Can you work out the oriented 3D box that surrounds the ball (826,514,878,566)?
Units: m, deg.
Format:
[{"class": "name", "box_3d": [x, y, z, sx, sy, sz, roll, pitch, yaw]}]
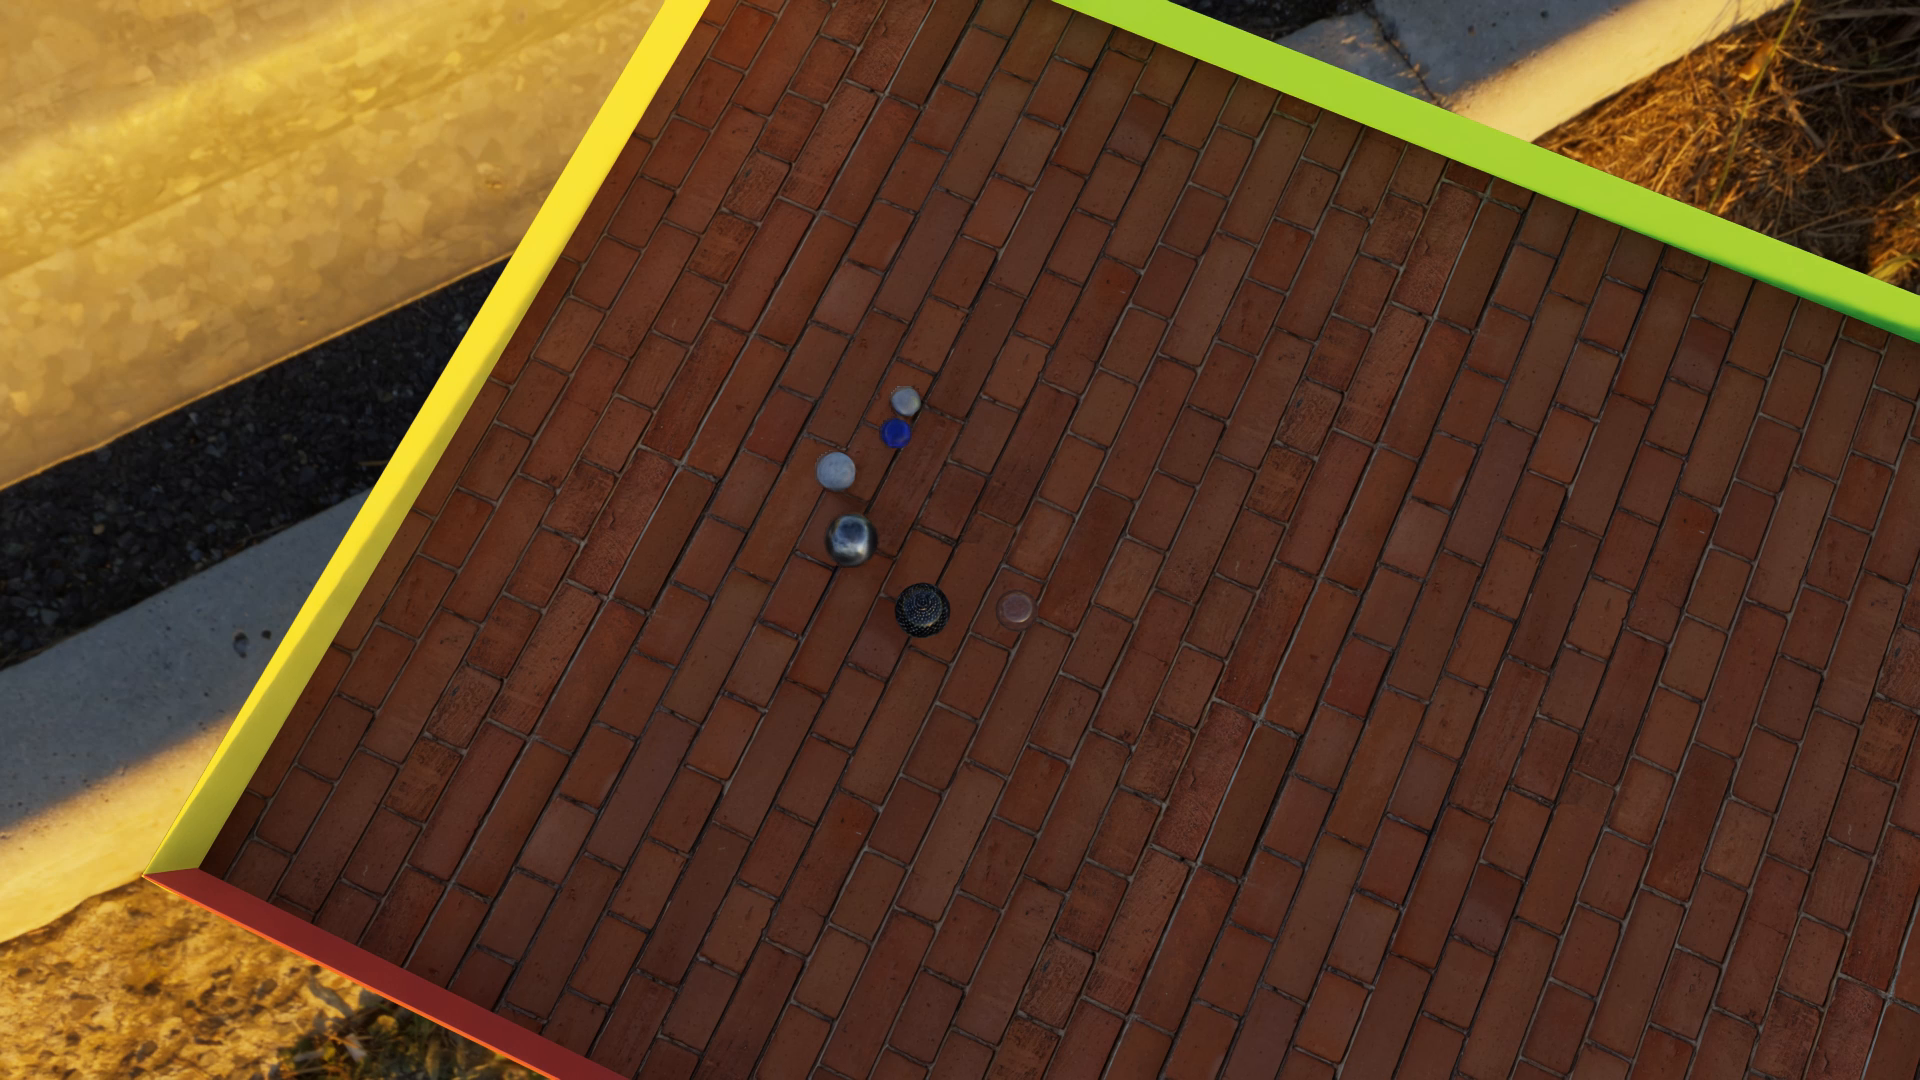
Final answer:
[{"class": "ball", "box_3d": [-0.169, 0.000, 3.436, 0.083, 0.083, 0.083, 0, 70, 0]}]

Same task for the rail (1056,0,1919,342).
[{"class": "rail", "box_3d": [1.176, -0.501, 3.603, 3.378, 0.112, 0.045, 24, 72, 8]}]

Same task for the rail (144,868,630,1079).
[{"class": "rail", "box_3d": [0.355, 1.155, 2.998, 3.378, 0.112, 0.045, 24, 72, 8]}]

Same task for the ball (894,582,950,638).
[{"class": "ball", "box_3d": [-0.058, 0.109, 3.394, 0.086, 0.086, 0.086, 0, 70, 0]}]

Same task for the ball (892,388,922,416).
[{"class": "ball", "box_3d": [-0.086, -0.222, 3.536, 0.047, 0.047, 0.047, 0, 70, 0]}]

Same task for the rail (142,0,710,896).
[{"class": "rail", "box_3d": [-0.744, -0.334, 3.541, 0.045, 0.112, 1.992, 24, 72, 8]}]

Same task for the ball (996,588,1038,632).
[{"class": "ball", "box_3d": [0.088, 0.109, 3.405, 0.066, 0.066, 0.066, 0, 70, 0]}]

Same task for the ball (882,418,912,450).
[{"class": "ball", "box_3d": [-0.101, -0.170, 3.516, 0.048, 0.048, 0.048, 0, 70, 0]}]

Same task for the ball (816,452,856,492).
[{"class": "ball", "box_3d": [-0.196, -0.108, 3.486, 0.062, 0.062, 0.062, 0, 70, 0]}]
